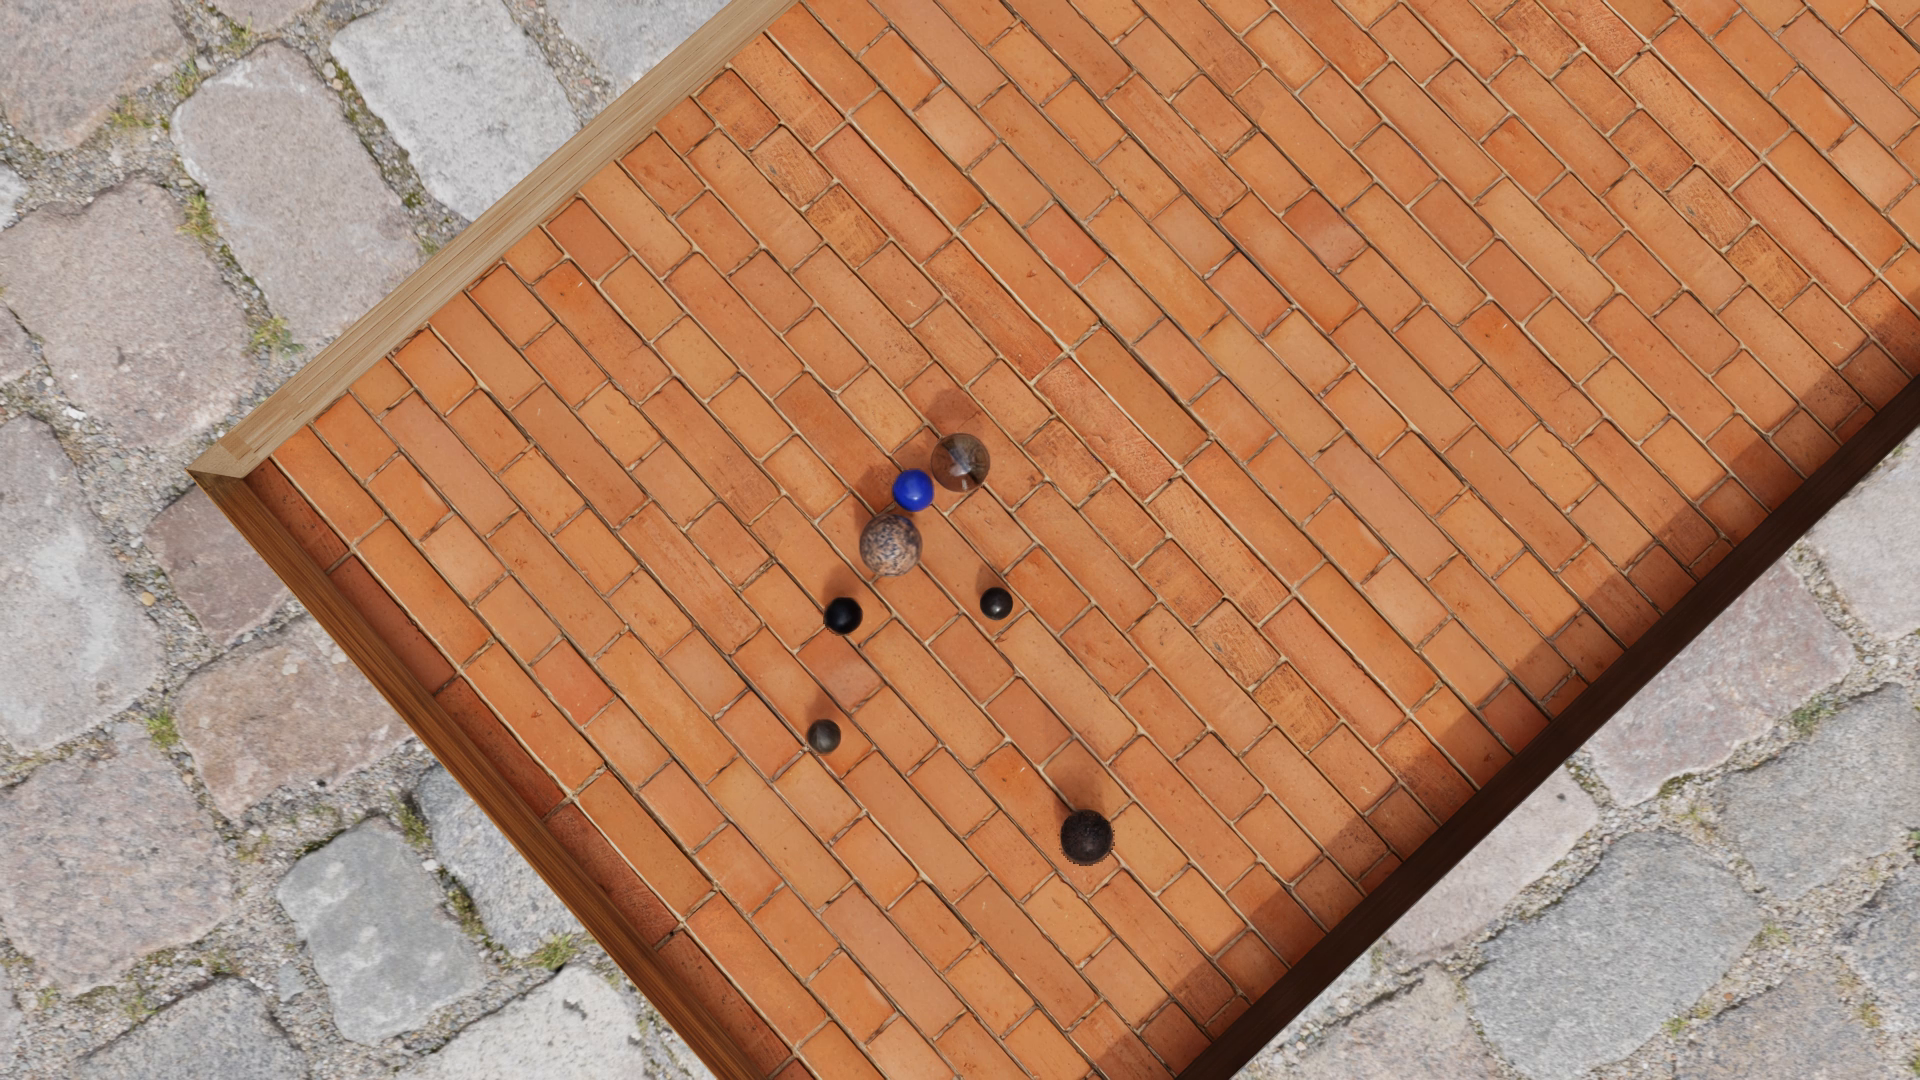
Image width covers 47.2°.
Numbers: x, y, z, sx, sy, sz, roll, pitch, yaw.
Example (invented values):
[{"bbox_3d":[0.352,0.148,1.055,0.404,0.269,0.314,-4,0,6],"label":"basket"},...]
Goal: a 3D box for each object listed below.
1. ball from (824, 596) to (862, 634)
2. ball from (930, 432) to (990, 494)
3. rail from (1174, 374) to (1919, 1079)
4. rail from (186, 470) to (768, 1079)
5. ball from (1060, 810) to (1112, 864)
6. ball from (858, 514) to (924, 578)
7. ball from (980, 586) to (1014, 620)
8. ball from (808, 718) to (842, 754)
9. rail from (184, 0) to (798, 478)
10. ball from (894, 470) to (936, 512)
[{"bbox_3d":[-0.172,0.112,3.261,0.056,0.056,0.056,0,81,0],"label":"ball"},{"bbox_3d":[0.001,-0.115,3.278,0.090,0.090,0.090,0,81,0],"label":"ball"},{"bbox_3d":[1.113,0.068,3.232,3.092,0.124,0.045,-42,84,-6],"label":"rail"},{"bbox_3d":[-0.554,0.495,3.168,0.045,0.124,1.655,-42,84,-6],"label":"rail"},{"bbox_3d":[0.184,0.431,3.202,0.078,0.078,0.078,0,81,0],"label":"ball"},{"bbox_3d":[-0.102,0.008,3.257,0.095,0.095,0.095,0,81,0],"label":"ball"},{"bbox_3d":[0.054,0.095,3.266,0.050,0.050,0.050,0,81,0],"label":"ball"},{"bbox_3d":[-0.200,0.289,3.237,0.051,0.051,0.051,0,81,0],"label":"ball"},{"bbox_3d":[0.030,-1.106,3.410,3.092,0.124,0.045,-42,84,-6],"label":"rail"},{"bbox_3d":[-0.068,-0.073,3.285,0.063,0.063,0.063,0,81,0],"label":"ball"}]
